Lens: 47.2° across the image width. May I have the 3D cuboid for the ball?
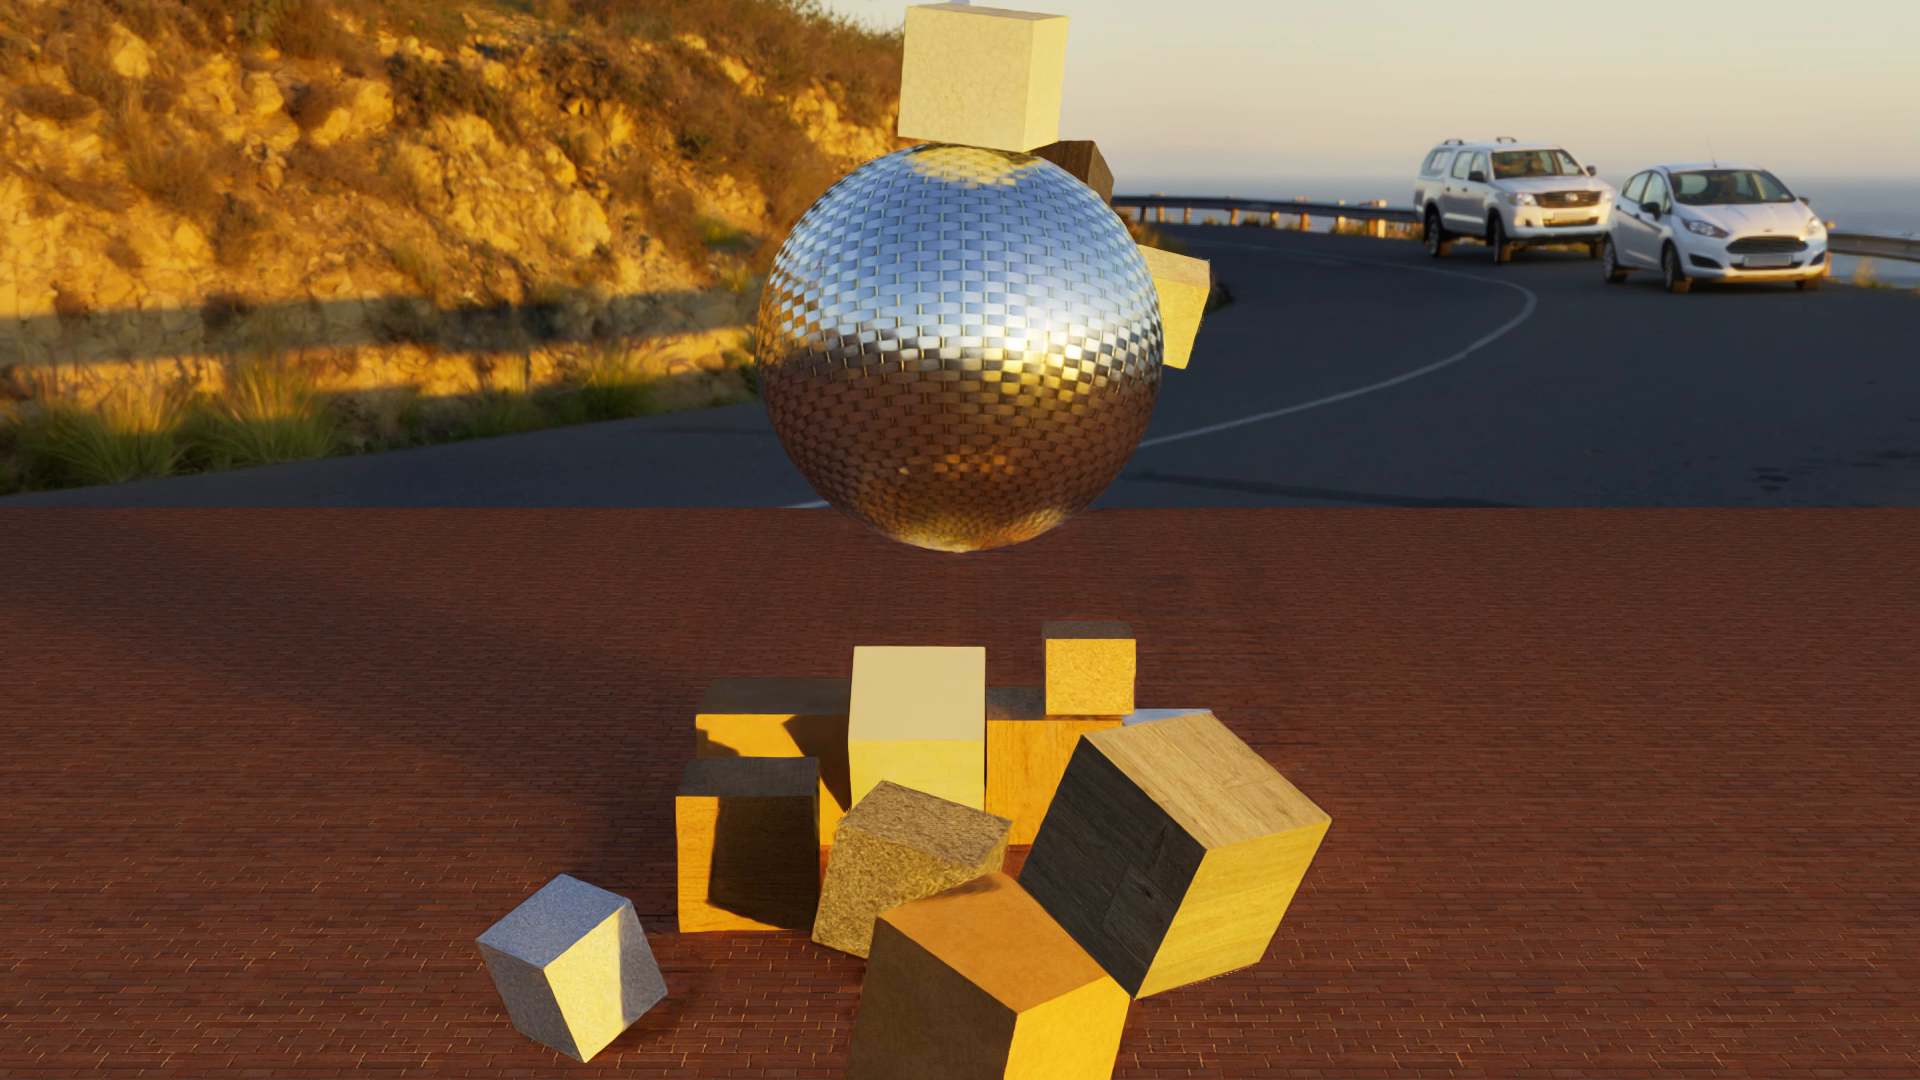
[{"bbox_3d":[0.000,-0.754,8.617,1.600,1.600,1.600,0,10,0],"label":"ball"}]

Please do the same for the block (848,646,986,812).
[{"bbox_3d":[-0.204,1.034,11.126,0.659,0.763,0.636,0,42,1],"label":"block"}]

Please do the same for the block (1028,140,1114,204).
[{"bbox_3d":[0.424,-1.465,9.298,0.338,0.315,0.353,5,-16,20],"label":"block"}]

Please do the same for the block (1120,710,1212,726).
[{"bbox_3d":[1.067,1.208,11.380,0.497,0.552,0.492,0,10,0],"label":"block"}]

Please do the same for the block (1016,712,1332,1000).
[{"bbox_3d":[0.659,0.964,6.824,0.595,0.575,0.568,-5,36,-44],"label":"block"}]

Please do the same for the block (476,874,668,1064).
[{"bbox_3d":[-1.523,1.678,8.655,0.449,0.467,0.448,10,36,43],"label":"block"}]

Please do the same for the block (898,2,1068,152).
[{"bbox_3d":[0.091,-1.776,8.414,0.504,0.481,0.427,11,18,18],"label":"block"}]

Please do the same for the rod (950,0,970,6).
[{"bbox_3d":[0.000,-4.065,9.390,0.080,5.200,0.080,0,-13,0],"label":"rod"}]

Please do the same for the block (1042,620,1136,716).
[{"bbox_3d":[0.656,0.651,11.288,0.447,0.393,0.452,0,10,0],"label":"block"}]

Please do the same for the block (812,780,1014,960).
[{"bbox_3d":[-0.200,1.473,9.540,0.622,0.545,0.636,16,15,12],"label":"block"}]

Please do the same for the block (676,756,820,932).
[{"bbox_3d":[-0.964,1.394,10.144,0.614,0.629,0.630,0,10,-2],"label":"block"}]

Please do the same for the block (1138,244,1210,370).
[{"bbox_3d":[0.864,-1.034,9.691,0.372,0.388,0.328,14,29,-2],"label":"block"}]

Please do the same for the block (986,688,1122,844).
[{"bbox_3d":[0.473,1.159,11.394,0.674,0.643,0.682,0,10,0],"label":"block"}]

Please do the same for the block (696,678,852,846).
[{"bbox_3d":[-0.930,1.139,11.395,0.771,0.681,0.740,0,10,0],"label":"block"}]

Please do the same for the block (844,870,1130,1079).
[{"bbox_3d":[0.099,1.675,7.566,0.668,0.717,0.610,28,27,38],"label":"block"}]
